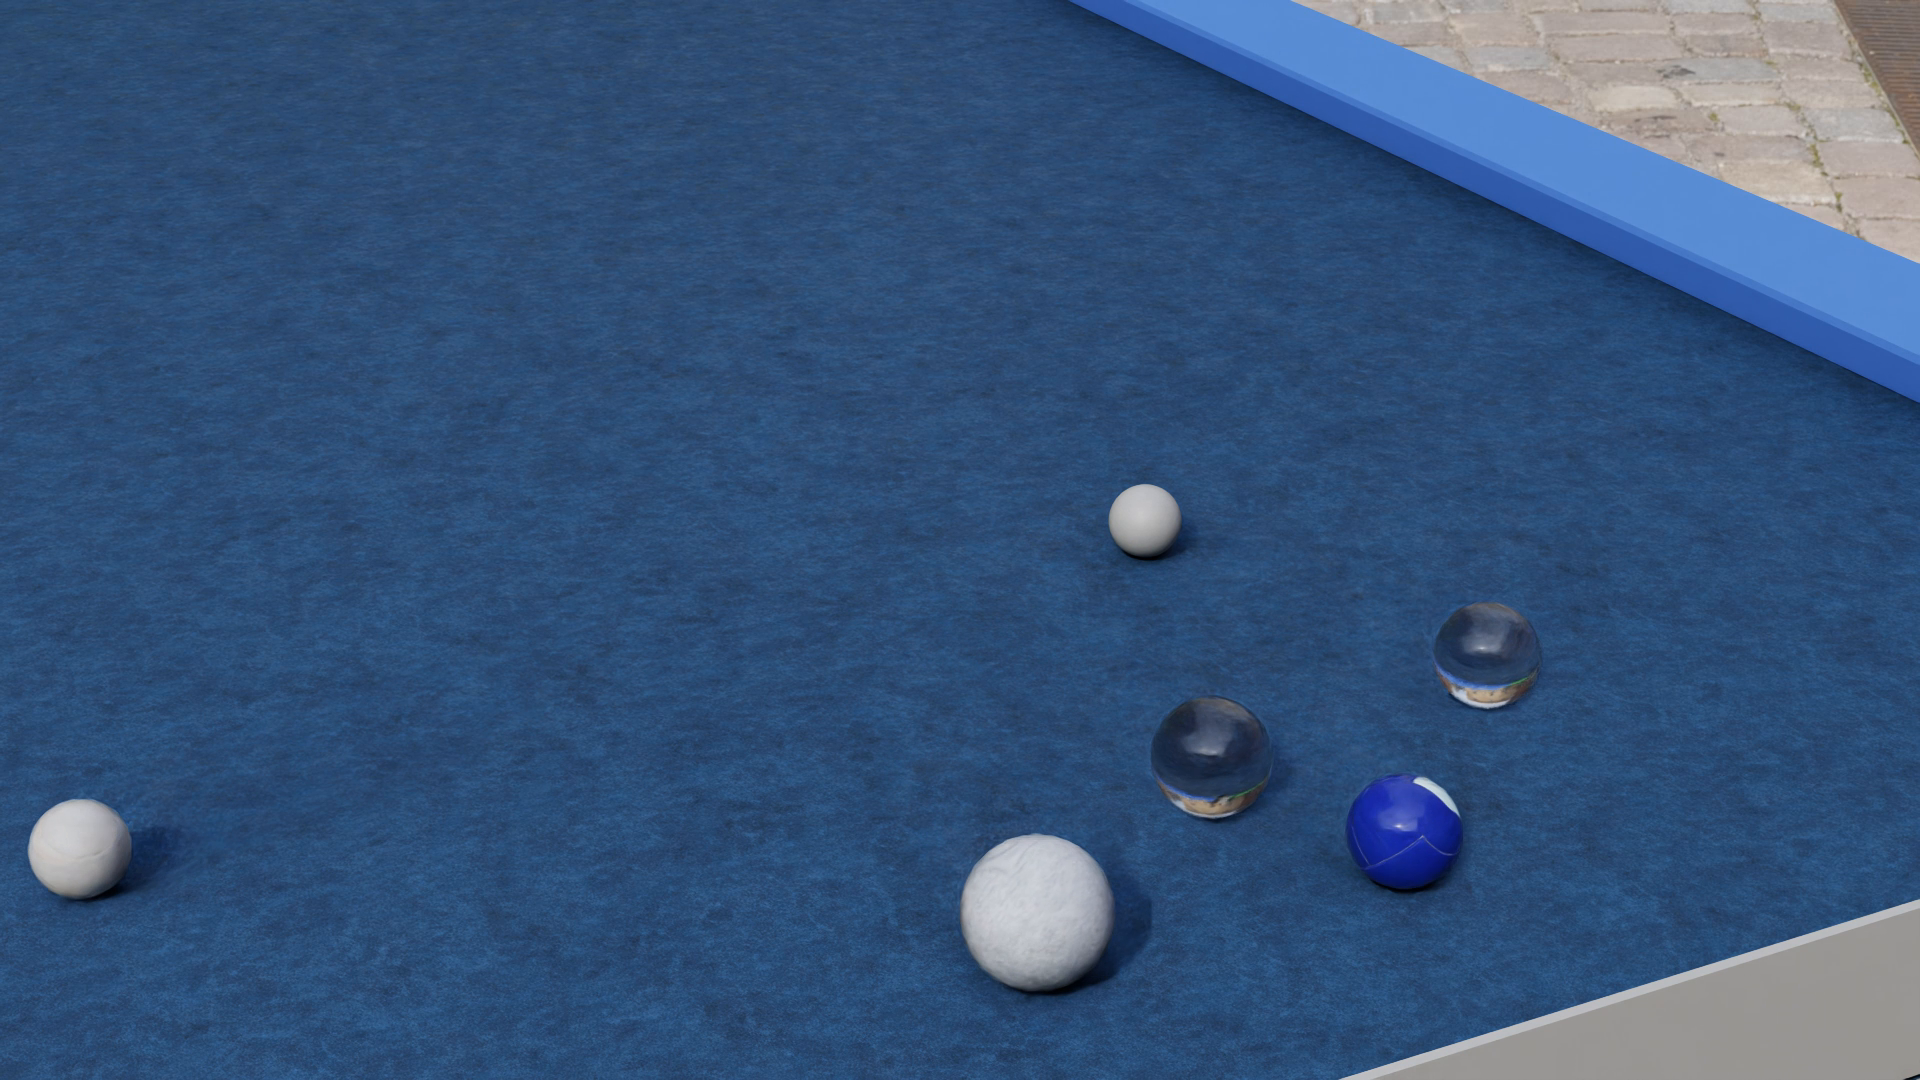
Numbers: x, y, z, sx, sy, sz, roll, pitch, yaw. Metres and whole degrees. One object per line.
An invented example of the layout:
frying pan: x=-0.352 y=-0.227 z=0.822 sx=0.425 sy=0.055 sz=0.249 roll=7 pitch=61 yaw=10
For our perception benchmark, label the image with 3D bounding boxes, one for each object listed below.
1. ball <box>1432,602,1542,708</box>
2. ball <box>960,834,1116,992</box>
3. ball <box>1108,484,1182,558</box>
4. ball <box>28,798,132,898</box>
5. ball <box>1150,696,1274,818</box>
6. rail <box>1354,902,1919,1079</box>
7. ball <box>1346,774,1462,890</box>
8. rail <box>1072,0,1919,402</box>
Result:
ball: x=0.351 y=0.076 z=1.957 sx=0.071 sy=0.071 sz=0.071 roll=0 pitch=25 yaw=0
ball: x=0.043 y=0.209 z=1.650 sx=0.088 sy=0.088 sz=0.088 roll=0 pitch=25 yaw=0
ball: x=0.137 y=-0.014 z=2.174 sx=0.054 sy=0.054 sz=0.054 roll=0 pitch=25 yaw=0
ball: x=-0.521 y=0.183 z=1.741 sx=0.059 sy=0.059 sz=0.059 roll=0 pitch=25 yaw=0
ball: x=0.156 y=0.135 z=1.825 sx=0.076 sy=0.076 sz=0.076 roll=0 pitch=25 yaw=0
rail: x=0.338 y=0.263 z=1.499 sx=1.752 sy=0.114 sz=0.045 roll=-12 pitch=27 yaw=-24
ball: x=0.264 y=0.173 z=1.750 sx=0.069 sy=0.069 sz=0.069 roll=0 pitch=25 yaw=0
rail: x=0.414 y=-0.471 z=3.092 sx=0.045 sy=0.114 sz=3.116 roll=-12 pitch=27 yaw=-24
